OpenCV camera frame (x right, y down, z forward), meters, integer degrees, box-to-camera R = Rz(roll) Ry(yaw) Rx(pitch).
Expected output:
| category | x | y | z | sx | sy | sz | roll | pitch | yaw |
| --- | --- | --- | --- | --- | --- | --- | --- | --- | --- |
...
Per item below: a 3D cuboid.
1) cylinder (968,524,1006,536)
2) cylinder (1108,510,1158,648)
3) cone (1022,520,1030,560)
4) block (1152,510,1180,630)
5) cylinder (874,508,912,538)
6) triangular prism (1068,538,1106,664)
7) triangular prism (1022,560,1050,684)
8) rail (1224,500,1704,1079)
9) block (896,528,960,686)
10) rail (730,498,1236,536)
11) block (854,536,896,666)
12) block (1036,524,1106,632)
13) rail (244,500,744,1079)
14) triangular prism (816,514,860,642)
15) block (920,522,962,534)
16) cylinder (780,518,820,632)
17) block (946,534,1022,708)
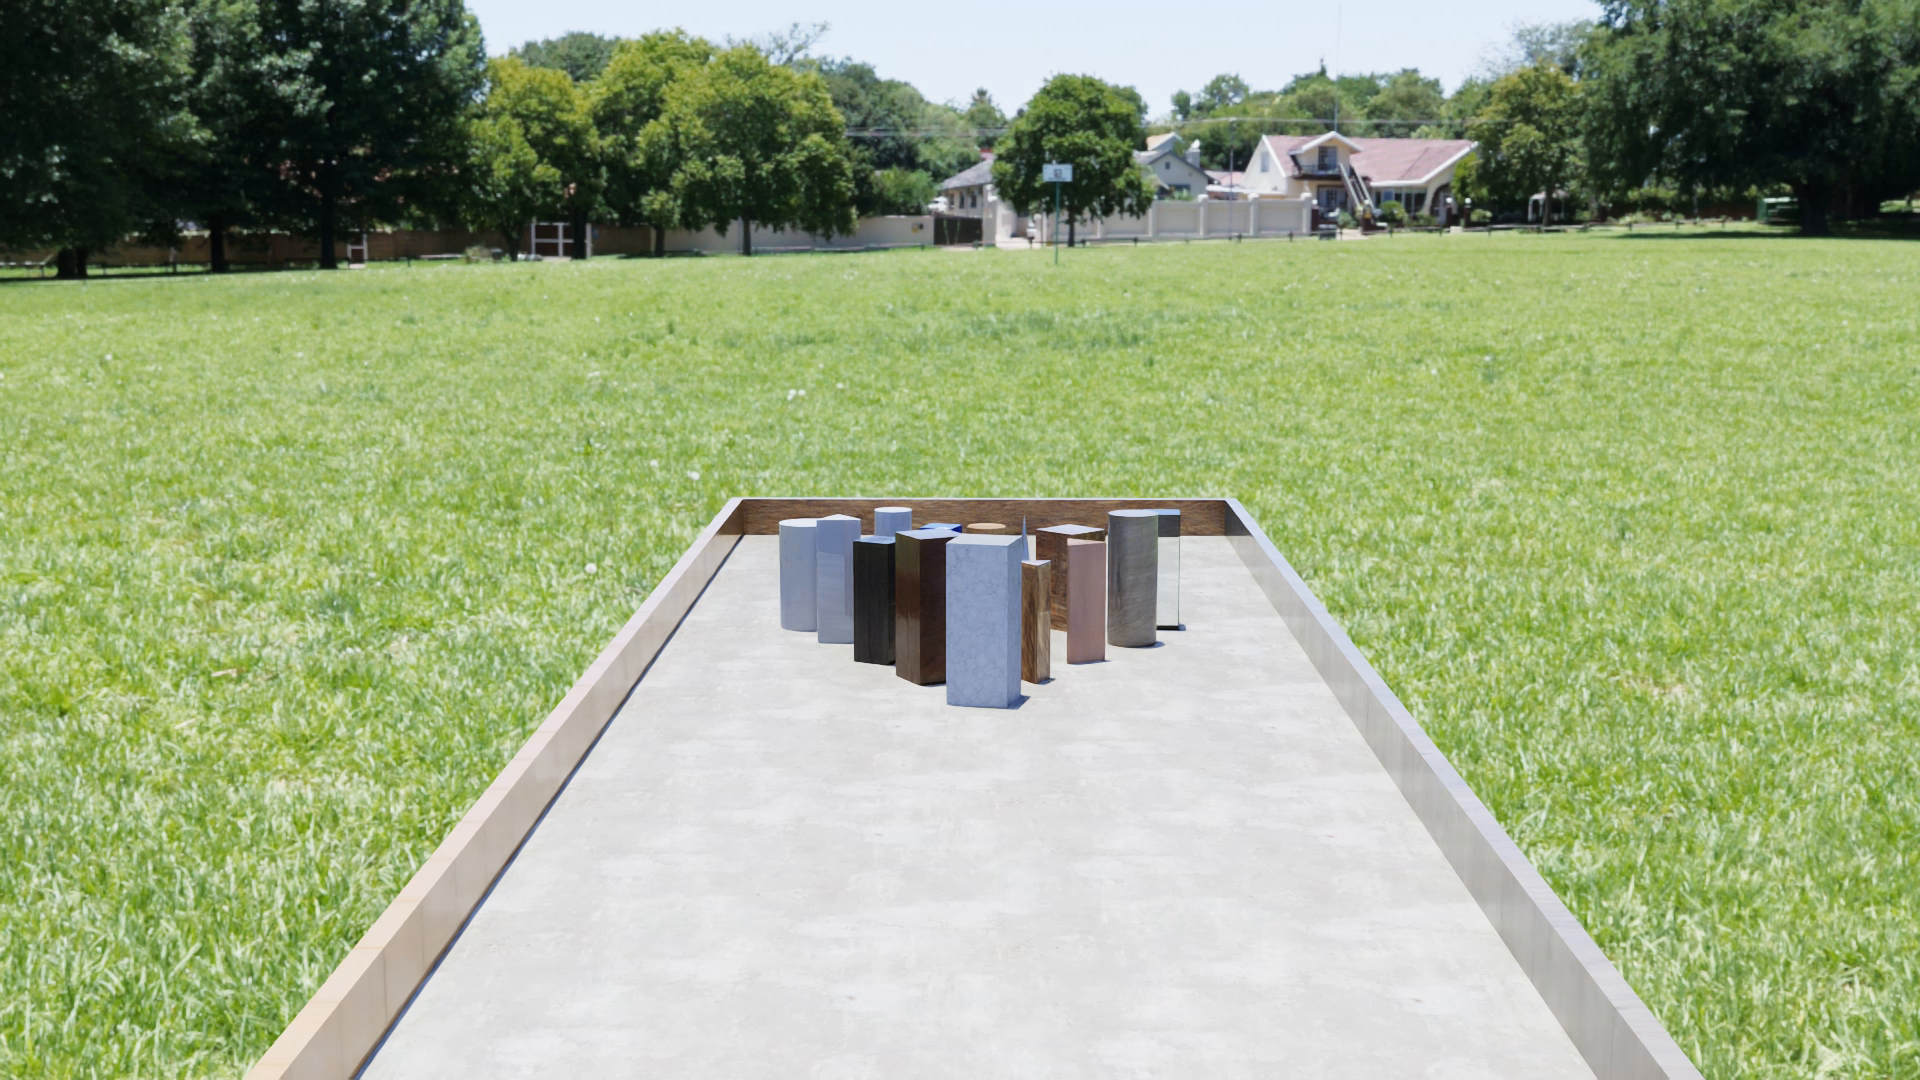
| category | x | y | z | sx | sy | sz | roll | pitch | yaw |
| --- | --- | --- | --- | --- | --- | --- | --- | --- | --- |
| cylinder | 0.080 | 0.159 | 6.706 | 0.118 | 0.407 | 0.118 | 0 | 9 | 0 |
| cylinder | 0.543 | 0.120 | 6.926 | 0.157 | 0.414 | 0.157 | 0 | 9 | 0 |
| cone | 0.202 | 0.119 | 6.951 | 0.100 | 0.410 | 0.100 | 0 | 9 | 0 |
| block | 0.656 | 0.096 | 7.190 | 0.120 | 0.380 | 0.120 | 1 | 9 | 4 |
| cylinder | -0.219 | 0.089 | 7.224 | 0.121 | 0.382 | 0.121 | 0 | 9 | 0 |
| triangular prism | 0.358 | 0.183 | 6.694 | 0.133 | 0.363 | 0.115 | -5 | 10 | -27 |
| triangular prism | 0.228 | 0.235 | 6.409 | 0.086 | 0.349 | 0.099 | -6 | 11 | -33 |
| rail | 1.046 | 0.843 | 3.208 | 0.050 | 0.150 | 12.000 | 0 | 9 | 1 |
| block | -0.082 | 0.193 | 6.418 | 0.158 | 0.429 | 0.158 | -5 | 10 | -28 |
| rail | 0.099 | -0.098 | 9.147 | 2.100 | 0.150 | 0.050 | 0 | 9 | 1 |
| block | -0.238 | 0.182 | 6.674 | 0.123 | 0.371 | 0.123 | 5 | 10 | 29 |
| block | 0.361 | 0.124 | 7.197 | 0.161 | 0.322 | 0.161 | -9 | 12 | -44 |
| rail | -1.004 | 0.839 | 3.234 | 0.050 | 0.150 | 12.000 | 0 | 9 | 1 |
| triangular prism | -0.385 | 0.121 | 6.988 | 0.136 | 0.393 | 0.118 | -1 | 9 | -3 |
| block | -0.060 | 0.139 | 6.946 | 0.104 | 0.371 | 0.104 | 3 | 10 | 19 |
| cylinder | -0.501 | 0.113 | 7.197 | 0.179 | 0.344 | 0.179 | 0 | 9 | 0 |
| block | 0.068 | 0.224 | 6.143 | 0.173 | 0.456 | 0.173 | 2 | 9 | 14 |
